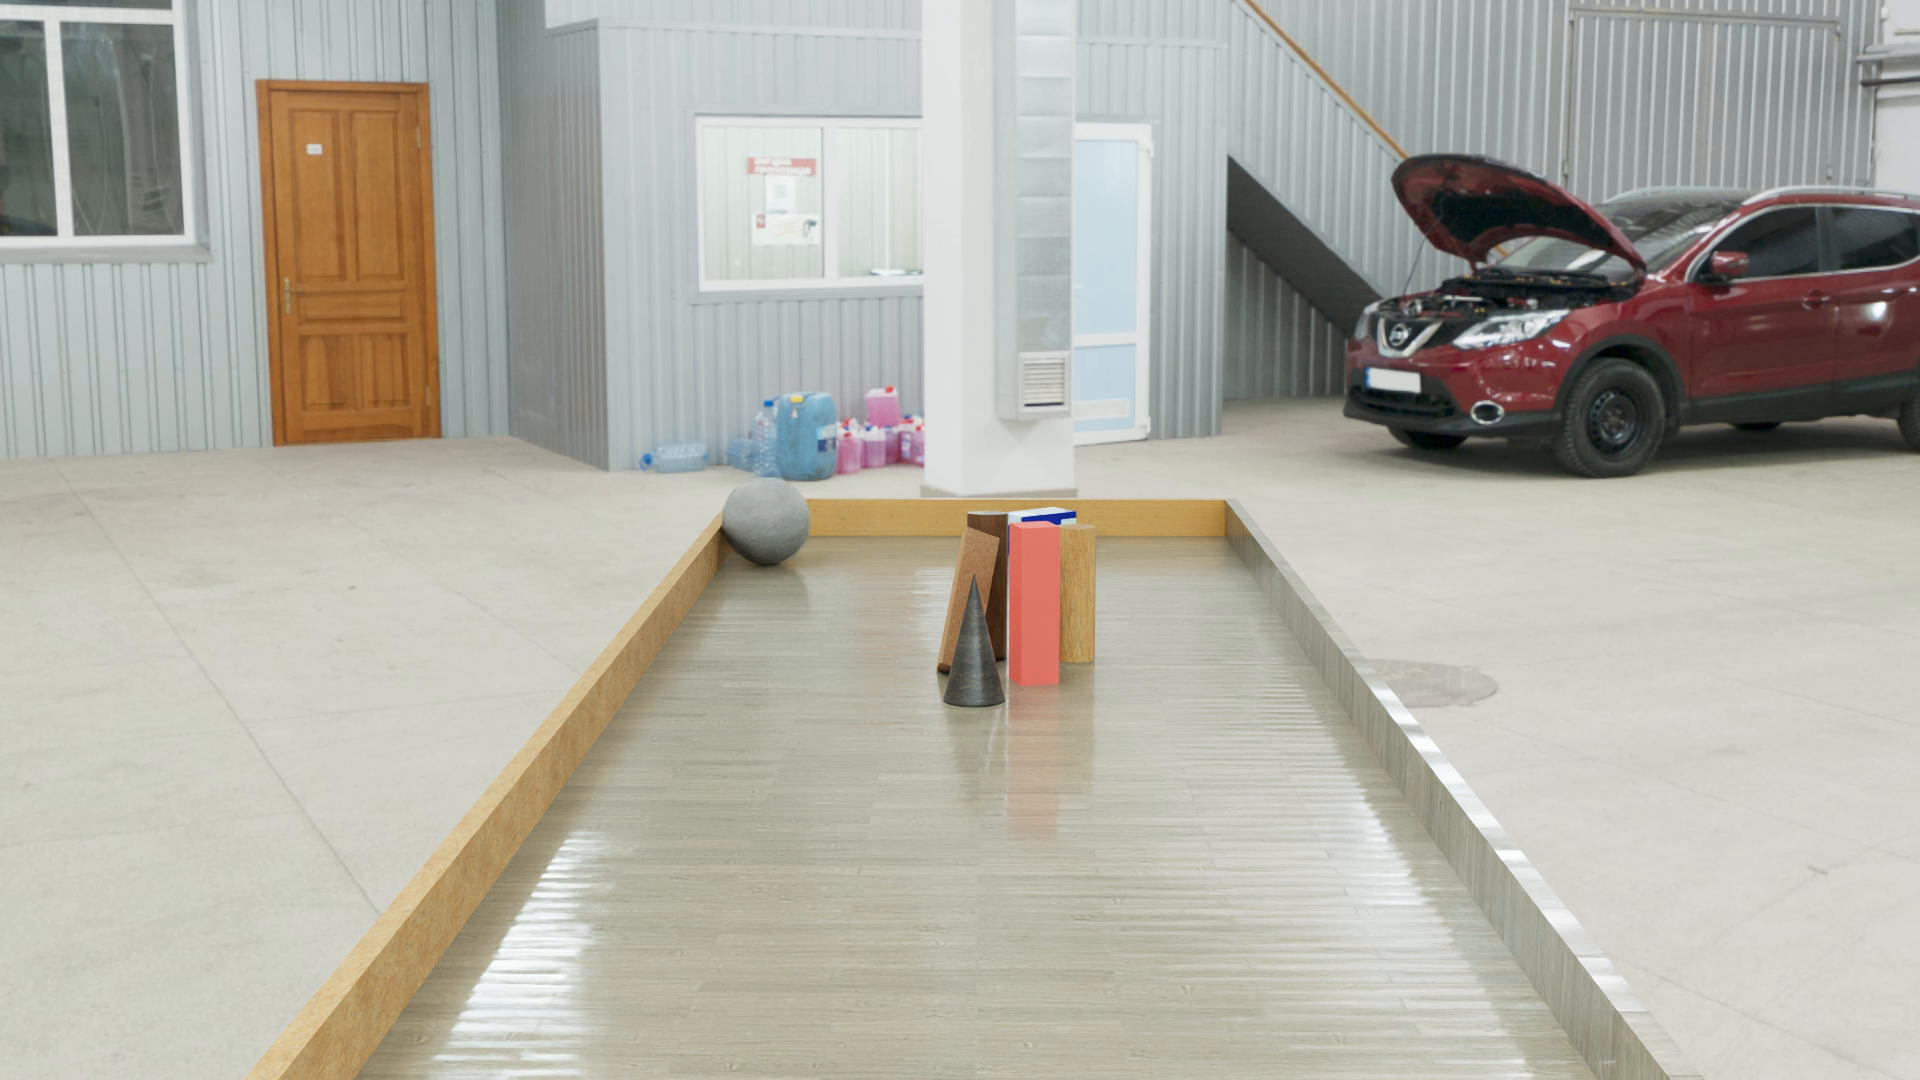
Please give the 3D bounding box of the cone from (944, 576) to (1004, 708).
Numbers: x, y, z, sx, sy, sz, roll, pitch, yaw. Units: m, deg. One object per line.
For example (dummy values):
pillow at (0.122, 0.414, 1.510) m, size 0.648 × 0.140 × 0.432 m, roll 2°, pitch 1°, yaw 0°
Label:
cone at (0.039, 0.269, 6.142) m, size 0.174 × 0.366 × 0.174 m, roll 0°, pitch 9°, yaw 0°

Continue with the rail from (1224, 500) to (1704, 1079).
rail at (1.046, 0.843, 3.208) m, size 0.050 × 0.150 × 12.000 m, roll 0°, pitch 9°, yaw 1°

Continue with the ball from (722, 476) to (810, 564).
ball at (-0.744, -0.076, 8.416) m, size 0.336 × 0.336 × 0.336 m, roll 0°, pitch 9°, yaw 0°

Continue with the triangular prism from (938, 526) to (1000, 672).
triangular prism at (0.001, 0.183, 6.563) m, size 0.124 × 0.419 × 0.108 m, roll 20°, pitch -17°, yaw -32°

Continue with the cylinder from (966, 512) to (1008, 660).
cylinder at (0.083, 0.137, 6.710) m, size 0.126 × 0.442 × 0.126 m, roll 0°, pitch 6°, yaw 0°

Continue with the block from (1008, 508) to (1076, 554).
block at (0.279, -0.037, 8.782) m, size 0.355 × 0.145 × 0.145 m, roll -6°, pitch 11°, yaw -35°

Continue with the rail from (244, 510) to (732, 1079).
rail at (-1.004, 0.839, 3.234) m, size 0.050 × 0.150 × 12.000 m, roll 0°, pitch 9°, yaw 1°

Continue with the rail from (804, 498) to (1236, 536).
rail at (0.099, -0.098, 9.147) m, size 2.100 × 0.150 × 0.050 m, roll 0°, pitch 9°, yaw 1°

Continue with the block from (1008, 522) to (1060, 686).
block at (0.215, 0.183, 6.386) m, size 0.115 × 0.460 × 0.115 m, roll -3°, pitch 9°, yaw -17°

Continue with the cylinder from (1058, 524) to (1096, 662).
cylinder at (0.352, 0.161, 6.693) m, size 0.120 × 0.408 × 0.120 m, roll 0°, pitch 9°, yaw 0°
